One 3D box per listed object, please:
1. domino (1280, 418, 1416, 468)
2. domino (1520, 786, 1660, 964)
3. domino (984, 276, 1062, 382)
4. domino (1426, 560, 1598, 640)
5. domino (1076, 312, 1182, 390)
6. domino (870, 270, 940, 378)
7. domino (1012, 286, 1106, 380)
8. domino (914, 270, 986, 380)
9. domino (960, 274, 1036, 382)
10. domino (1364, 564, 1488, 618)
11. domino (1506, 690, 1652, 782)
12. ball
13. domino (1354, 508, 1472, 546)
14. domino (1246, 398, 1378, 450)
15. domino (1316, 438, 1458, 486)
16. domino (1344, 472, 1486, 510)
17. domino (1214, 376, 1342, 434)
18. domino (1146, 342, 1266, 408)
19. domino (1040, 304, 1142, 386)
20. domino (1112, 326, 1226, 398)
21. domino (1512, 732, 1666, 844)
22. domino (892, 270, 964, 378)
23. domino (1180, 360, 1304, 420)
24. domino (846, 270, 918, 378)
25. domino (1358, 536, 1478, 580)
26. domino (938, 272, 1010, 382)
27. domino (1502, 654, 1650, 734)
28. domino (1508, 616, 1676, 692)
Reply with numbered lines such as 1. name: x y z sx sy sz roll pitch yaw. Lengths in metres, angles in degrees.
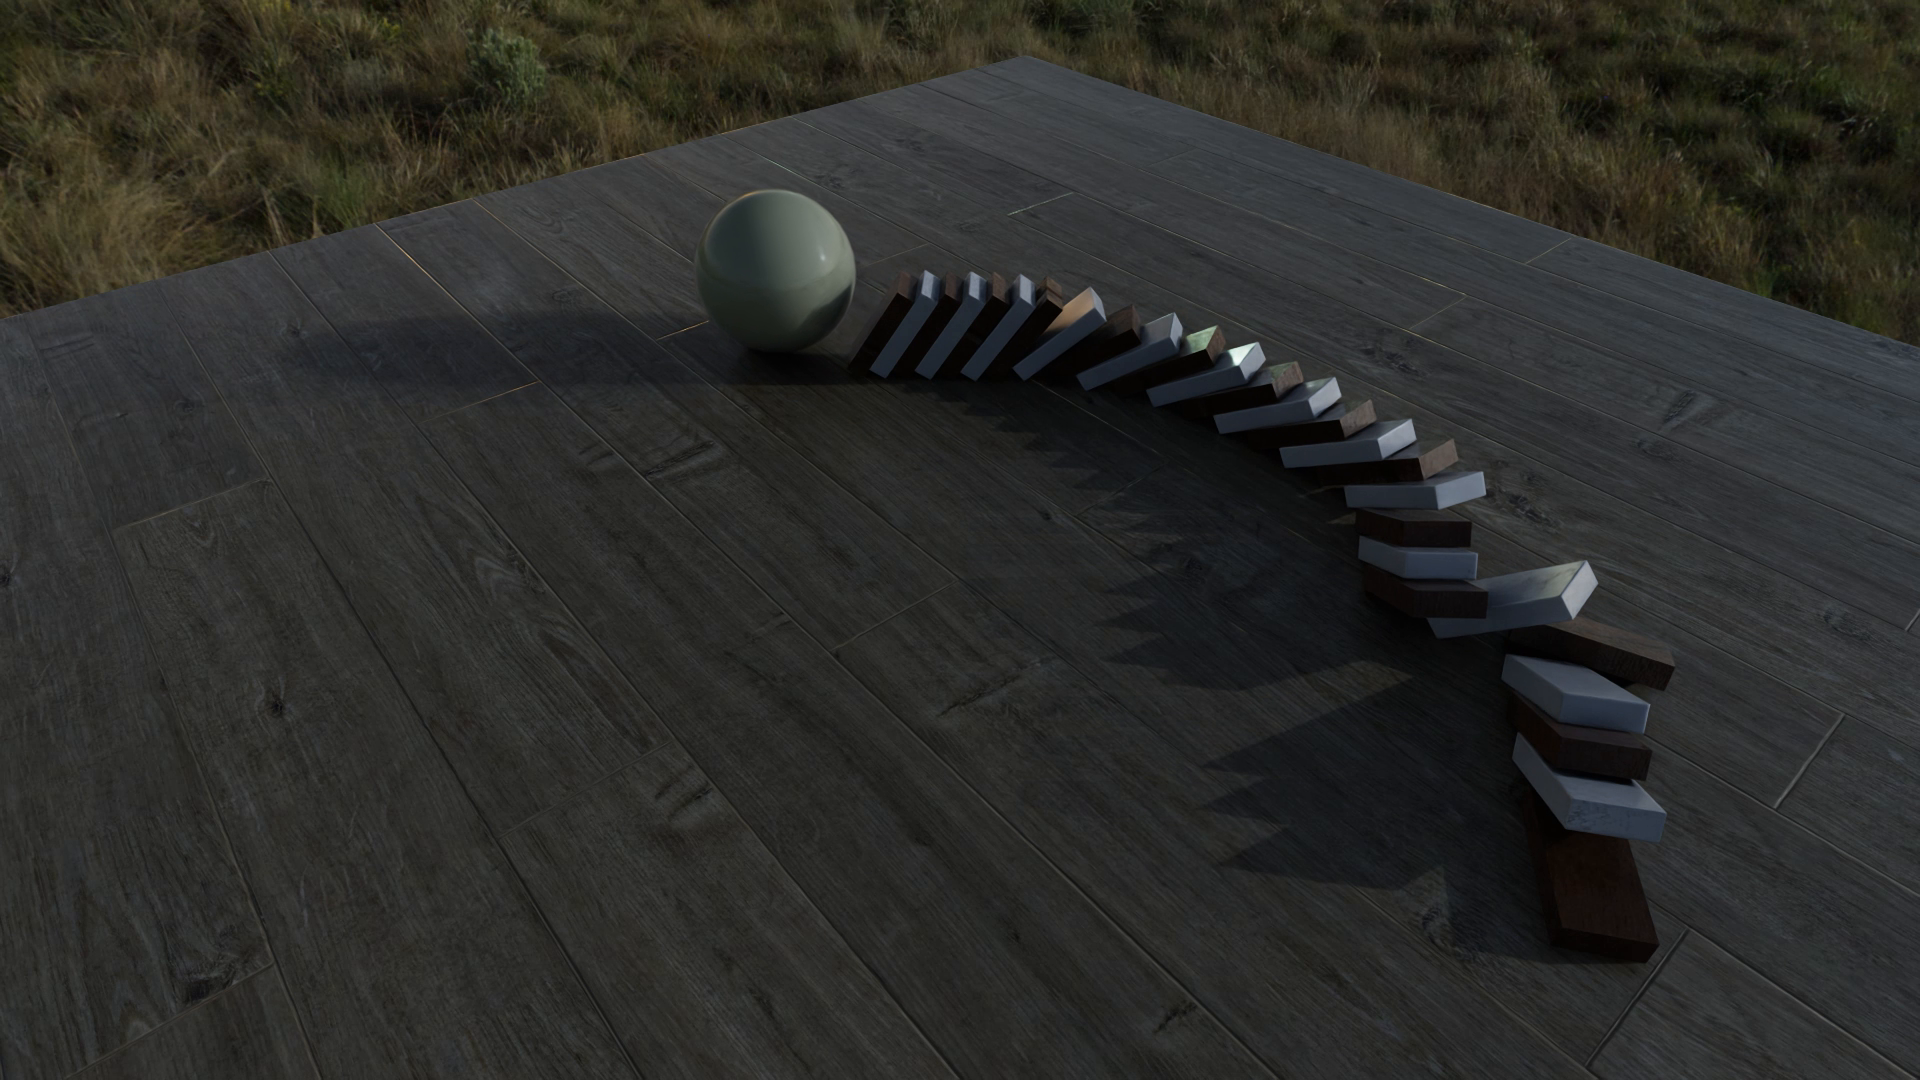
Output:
1. domino: 0.166 -0.041 0.473 0.025 0.009 0.050 -27 14 -31
2. domino: 0.184 0.097 0.325 0.025 0.010 0.050 8 40 9
3. domino: 0.031 -0.104 0.541 0.010 0.050 0.025 31 35 -20
4. domino: 0.196 0.022 0.392 0.025 0.009 0.050 -35 9 -35
5. domino: 0.083 -0.092 0.535 0.050 0.009 0.025 -20 30 29
6. domino: -0.027 -0.106 0.543 0.009 0.050 0.025 27 36 -18
7. domino: 0.048 -0.102 0.543 0.050 0.010 0.025 -34 29 22
8. domino: -0.005 -0.106 0.543 0.009 0.050 0.025 28 36 -18
9. domino: 0.019 -0.104 0.541 0.009 0.050 0.025 29 35 -19
10. domino: 0.169 0.018 0.402 0.025 0.009 0.050 1 9 1
11. domino: 0.195 0.061 0.350 0.025 0.010 0.050 8 10 9
12. ball: -0.092 -0.134 0.552 0.080 0.080 0.080 0 39 0
13. domino: 0.176 -0.005 0.430 0.025 0.009 0.050 0 7 0
14. domino: 0.155 -0.051 0.485 0.025 0.010 0.050 -30 16 -31
15. domino: 0.178 -0.032 0.462 0.025 0.010 0.050 -25 13 -31
16. domino: 0.184 -0.020 0.447 0.025 0.010 0.050 -15 8 -20
17. domino: 0.143 -0.060 0.497 0.025 0.009 0.050 -36 19 -35
18. domino: 0.116 -0.078 0.518 0.050 0.010 0.025 -10 26 43
19. domino: 0.064 -0.096 0.540 0.050 0.009 0.025 -23 32 25
20. domino: 0.100 -0.085 0.527 0.050 0.010 0.025 -15 27 36
21. domino: 0.190 0.074 0.336 0.025 0.010 0.050 8 13 9
22. domino: -0.016 -0.106 0.543 0.009 0.050 0.025 27 36 -18
23. domino: 0.129 -0.069 0.508 0.050 0.009 0.025 -6 25 48
24. domino: -0.038 -0.107 0.544 0.009 0.050 0.025 27 36 -18
25. domino: 0.172 0.006 0.416 0.025 0.010 0.050 1 7 1
26. domino: 0.007 -0.105 0.542 0.009 0.050 0.025 28 36 -18
27. domino: 0.201 0.050 0.363 0.025 0.010 0.050 7 9 6
28. domino: 0.224 0.036 0.392 0.050 0.010 0.025 20 21 23
